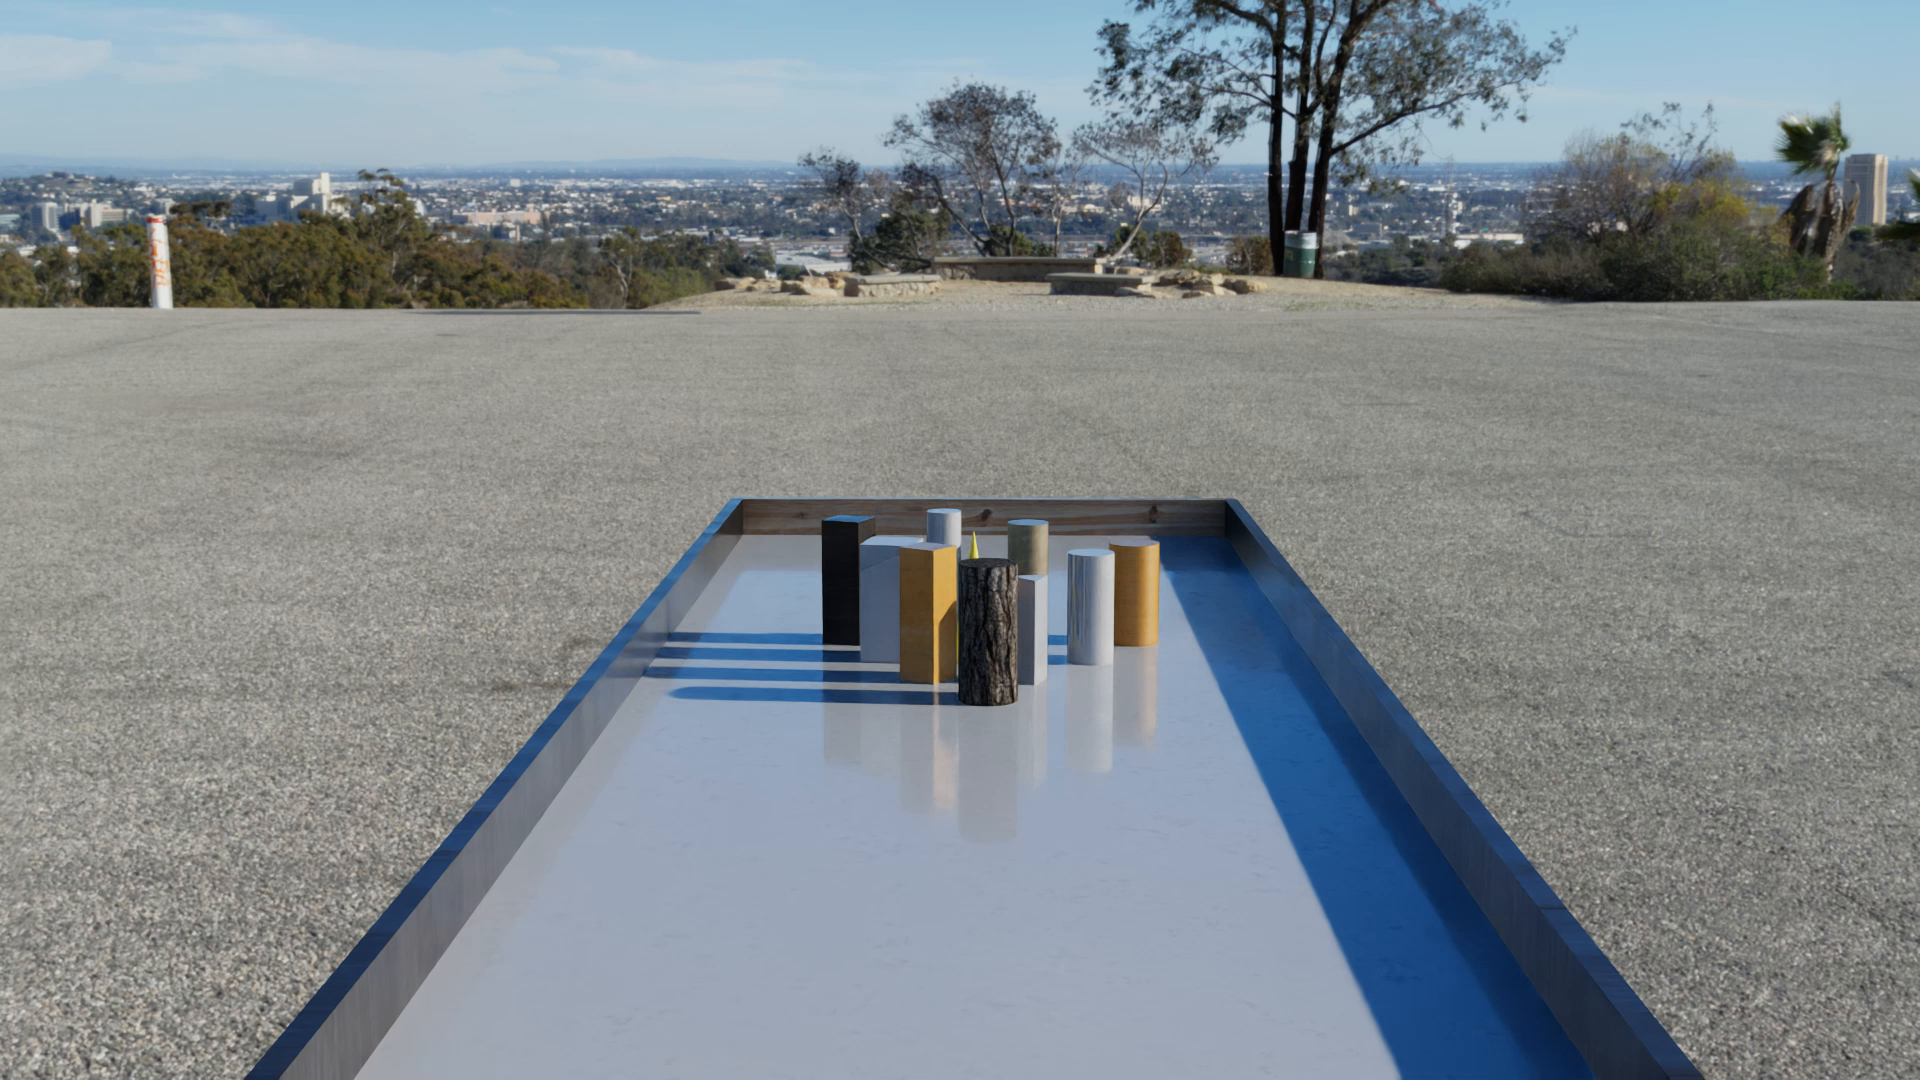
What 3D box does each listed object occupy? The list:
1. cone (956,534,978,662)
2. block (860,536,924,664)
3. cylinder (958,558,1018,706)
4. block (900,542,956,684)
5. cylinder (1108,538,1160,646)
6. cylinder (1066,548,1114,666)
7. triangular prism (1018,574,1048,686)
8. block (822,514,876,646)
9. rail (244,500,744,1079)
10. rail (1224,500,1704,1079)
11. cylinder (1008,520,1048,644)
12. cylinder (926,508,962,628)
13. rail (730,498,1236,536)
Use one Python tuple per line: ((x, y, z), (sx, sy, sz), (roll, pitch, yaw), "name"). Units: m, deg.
((0.042, 0.167, 6.675), (0.136, 0.401, 0.136), (0, 9, 0), "cone")
((-0.207, 0.182, 6.709), (0.162, 0.361, 0.162), (2, 9, 10), "block")
((0.079, 0.256, 6.149), (0.167, 0.390, 0.167), (0, 9, 0), "cylinder")
((-0.093, 0.212, 6.418), (0.119, 0.392, 0.119), (6, 11, 33), "block")
((0.548, 0.165, 6.950), (0.161, 0.319, 0.161), (0, 9, 0), "cylinder")
((0.396, 0.202, 6.668), (0.142, 0.334, 0.142), (0, 9, 0), "cylinder")
((0.218, 0.257, 6.408), (0.097, 0.306, 0.111), (-8, 12, -41), "triangular prism")
((-0.351, 0.126, 6.961), (0.127, 0.392, 0.127), (4, 10, 22), "block")
((-1.004, 0.839, 3.234), (0.050, 0.150, 12.000), (0, 9, 1), "rail")
((1.046, 0.843, 3.208), (0.050, 0.150, 12.000), (0, 9, 1), "rail")
((0.214, 0.134, 6.937), (0.129, 0.384, 0.129), (0, 9, 0), "cylinder")
((-0.051, 0.115, 6.946), (0.109, 0.419, 0.109), (0, 9, 0), "cylinder")
((0.099, -0.098, 9.147), (2.100, 0.150, 0.050), (0, 9, 1), "rail")
